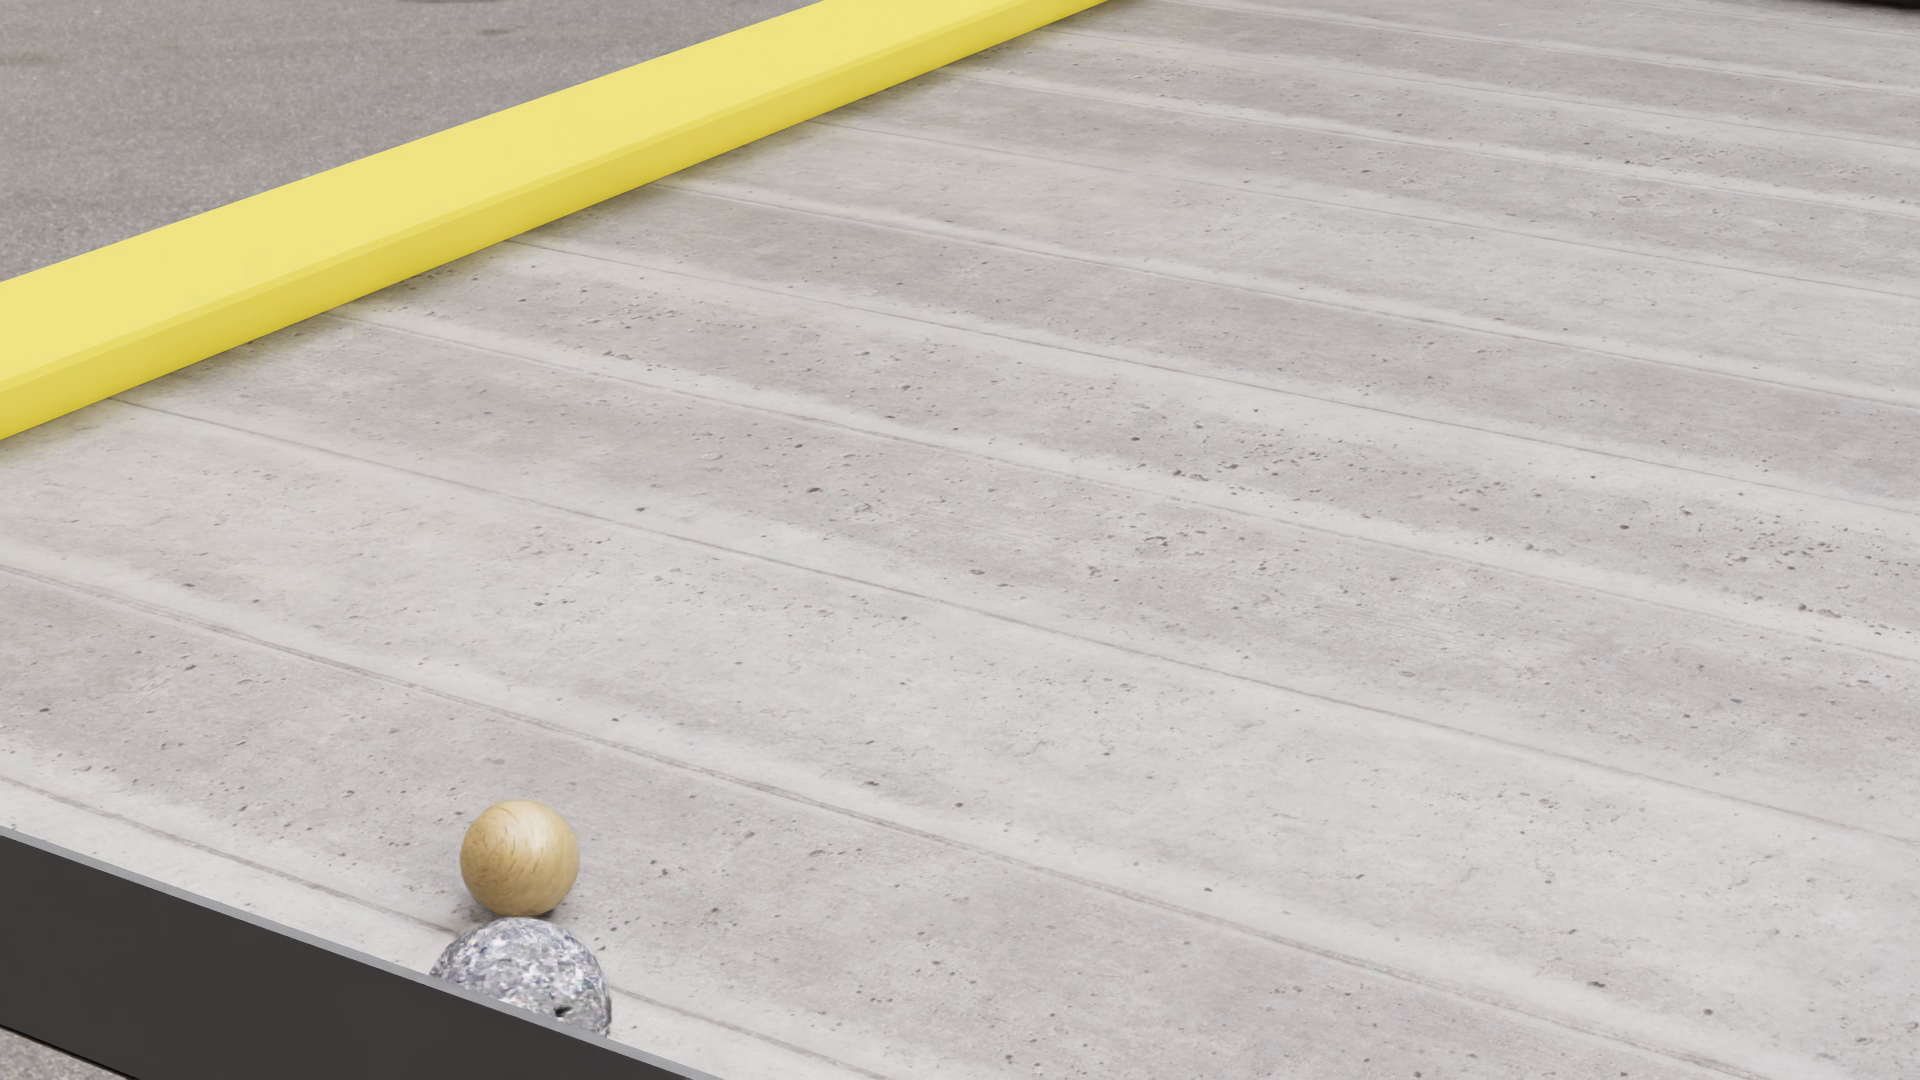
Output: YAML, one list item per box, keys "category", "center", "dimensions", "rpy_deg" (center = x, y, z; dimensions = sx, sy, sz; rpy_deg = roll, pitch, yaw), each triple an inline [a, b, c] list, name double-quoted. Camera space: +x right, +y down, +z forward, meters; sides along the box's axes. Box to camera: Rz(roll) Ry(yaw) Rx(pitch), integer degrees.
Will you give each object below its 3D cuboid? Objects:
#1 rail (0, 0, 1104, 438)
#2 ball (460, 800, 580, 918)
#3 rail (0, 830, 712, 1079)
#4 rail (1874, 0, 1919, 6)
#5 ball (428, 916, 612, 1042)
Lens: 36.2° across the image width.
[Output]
- category: "rail"
  center: [-0.284, -0.410, 2.892]
  dimensions: [0.045, 0.119, 2.860]
  rpy_deg: [13, 26, 28]
- category: "ball"
  center: [-0.238, 0.172, 1.588]
  dimensions: [0.064, 0.064, 0.064]
  rpy_deg: [0, 23, 0]
- category: "rail"
  center: [-0.356, 0.212, 1.420]
  dimensions: [1.570, 0.119, 0.045]
  rpy_deg: [13, 26, 28]
- category: "rail"
  center: [1.093, -0.727, 3.641]
  dimensions: [1.570, 0.119, 0.045]
  rpy_deg: [13, 26, 28]
- category: "ball"
  center: [-0.214, 0.228, 1.419]
  dimensions: [0.092, 0.092, 0.092]
  rpy_deg: [0, 23, 0]
